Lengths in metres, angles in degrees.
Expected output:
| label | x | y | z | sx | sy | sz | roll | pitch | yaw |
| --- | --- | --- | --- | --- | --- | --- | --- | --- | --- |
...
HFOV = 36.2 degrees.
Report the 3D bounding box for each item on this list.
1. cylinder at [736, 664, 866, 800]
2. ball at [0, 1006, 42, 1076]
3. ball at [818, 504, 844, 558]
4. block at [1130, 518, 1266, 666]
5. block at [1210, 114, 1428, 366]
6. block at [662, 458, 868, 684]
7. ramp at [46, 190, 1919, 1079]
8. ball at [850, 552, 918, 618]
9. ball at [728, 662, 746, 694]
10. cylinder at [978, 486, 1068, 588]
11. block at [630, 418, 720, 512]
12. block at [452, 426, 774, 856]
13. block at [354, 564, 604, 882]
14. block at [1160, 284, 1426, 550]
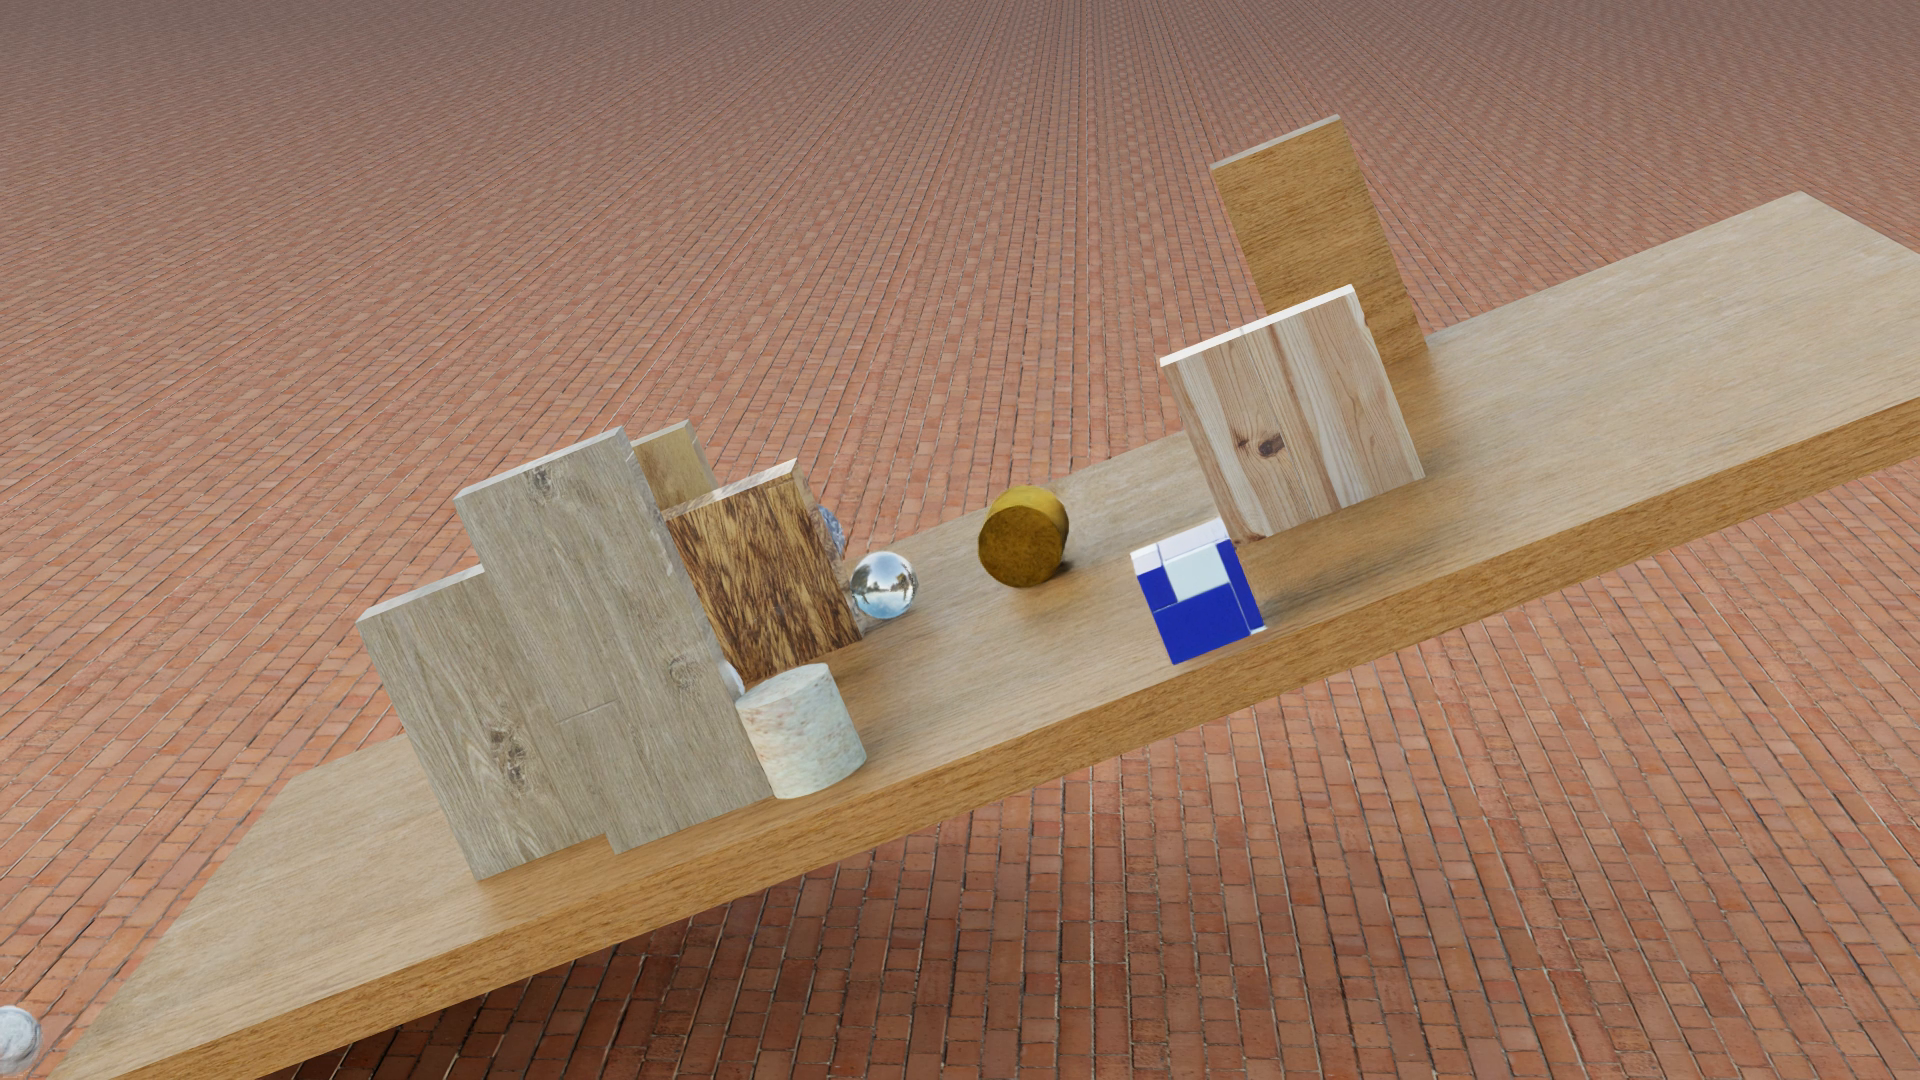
| label | x | y | z | sx | sy | sz | roll | pitch | yaw |
| --- | --- | --- | --- | --- | --- | --- | --- | --- | --- |
| cylinder | -0.300 | 0.360 | 5.556 | 0.190 | 0.190 | 0.190 | -22 | 12 | 5 |
| ball | -1.898 | 0.997 | 5.853 | 0.138 | 0.138 | 0.138 | 0 | 14 | 0 |
| ball | -0.407 | 0.003 | 7.700 | 0.209 | 0.209 | 0.209 | 0 | 14 | 0 |
| block | 0.436 | 0.093 | 5.400 | 0.181 | 0.181 | 0.181 | -22 | 12 | 5 |
| block | 0.850 | -0.671 | 6.973 | 0.323 | 0.587 | 0.110 | -21 | 12 | 7 |
| block | -0.460 | 0.085 | 6.516 | 0.373 | 0.406 | 0.144 | -21 | 12 | 7 |
| ramp | 0.125 | 0.173 | 6.289 | 4.000 | 0.100 | 2.000 | -21 | 12 | 7 |
| ball | -0.168 | 0.100 | 6.536 | 0.151 | 0.151 | 0.151 | 0 | 14 | 0 |
| ball | -0.540 | 0.328 | 6.150 | 0.182 | 0.182 | 0.182 | 0 | 14 | 0 |
| cylinder | 0.139 | -0.009 | 6.373 | 0.182 | 0.182 | 0.182 | 2 | 15 | 6 |
| block | -0.669 | 0.038 | 6.764 | 0.327 | 0.546 | 0.091 | -21 | 12 | 7 |
| block | -0.646 | 0.193 | 5.564 | 0.332 | 0.750 | 0.093 | -21 | 12 | 7 |
| block | -0.936 | 0.356 | 5.810 | 0.282 | 0.573 | 0.108 | -21 | 12 | 7 |
| block | 0.667 | -0.246 | 5.909 | 0.409 | 0.404 | 0.089 | -21 | 12 | 7 |
